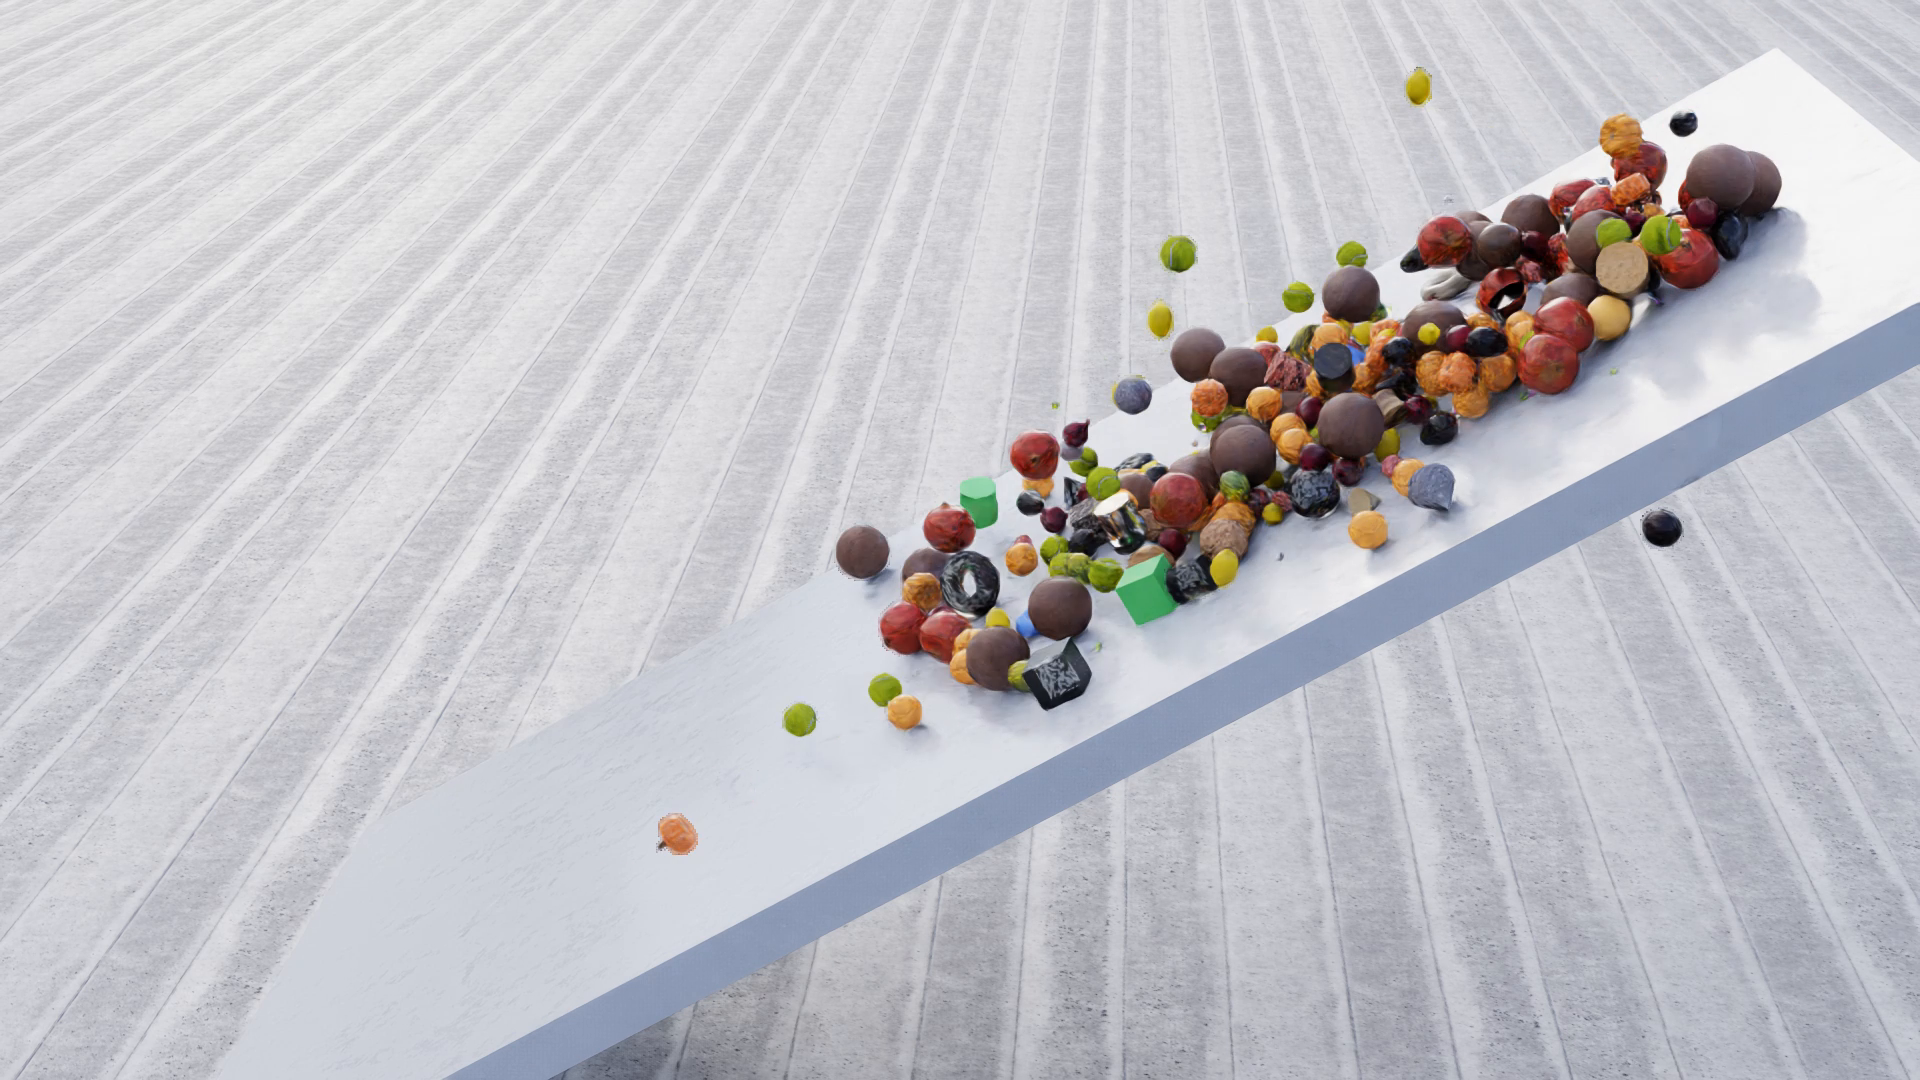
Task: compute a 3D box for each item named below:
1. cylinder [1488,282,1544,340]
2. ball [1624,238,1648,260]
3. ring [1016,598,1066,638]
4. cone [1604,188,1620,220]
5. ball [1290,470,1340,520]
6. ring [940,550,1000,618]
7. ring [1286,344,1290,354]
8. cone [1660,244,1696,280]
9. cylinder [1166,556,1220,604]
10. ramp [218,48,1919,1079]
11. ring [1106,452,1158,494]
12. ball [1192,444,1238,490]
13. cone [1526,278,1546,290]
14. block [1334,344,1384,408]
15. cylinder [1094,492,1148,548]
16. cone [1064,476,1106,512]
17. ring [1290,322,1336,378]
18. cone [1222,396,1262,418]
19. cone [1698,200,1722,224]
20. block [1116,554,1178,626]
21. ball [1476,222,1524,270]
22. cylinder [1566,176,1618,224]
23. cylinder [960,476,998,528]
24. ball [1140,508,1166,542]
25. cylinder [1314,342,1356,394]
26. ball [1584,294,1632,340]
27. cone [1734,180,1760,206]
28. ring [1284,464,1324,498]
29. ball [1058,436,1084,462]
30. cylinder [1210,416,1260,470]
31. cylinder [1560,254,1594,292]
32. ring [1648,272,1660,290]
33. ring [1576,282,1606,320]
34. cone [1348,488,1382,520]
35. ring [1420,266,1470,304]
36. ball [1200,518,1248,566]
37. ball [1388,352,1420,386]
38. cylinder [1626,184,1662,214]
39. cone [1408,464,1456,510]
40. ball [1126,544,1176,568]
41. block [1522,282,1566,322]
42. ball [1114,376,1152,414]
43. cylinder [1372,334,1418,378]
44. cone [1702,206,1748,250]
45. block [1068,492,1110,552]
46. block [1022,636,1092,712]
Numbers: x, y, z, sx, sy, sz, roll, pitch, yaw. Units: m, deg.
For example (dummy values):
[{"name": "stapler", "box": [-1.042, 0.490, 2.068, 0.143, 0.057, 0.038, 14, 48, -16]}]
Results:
[{"name": "cylinder", "box": [1.126, -0.462, 5.940, 0.085, 0.085, 0.085, -34, 22, 15]}, {"name": "ball", "box": [1.345, -0.571, 5.902, 0.071, 0.071, 0.071, 0, 19, 0]}, {"name": "ring", "box": [0.165, 0.158, 5.996, 0.116, 0.039, 0.116, -29, 13, 8]}, {"name": "cone", "box": [1.395, -0.714, 6.349, 0.069, 0.069, 0.069, 1, 50, 2]}, {"name": "ball", "box": [0.680, -0.087, 5.629, 0.096, 0.096, 0.096, 0, 19, 0]}, {"name": "ring", "box": [0.021, 0.096, 6.295, 0.147, 0.147, 0.049, 14, 15, 36]}, {"name": "ring", "box": [0.742, -0.399, 6.371, 0.080, 0.080, 0.027, 11, 60, 29]}, {"name": "cone", "box": [1.404, -0.531, 5.734, 0.067, 0.067, 0.067, 1, 51, 4]}, {"name": "cylinder", "box": [0.442, 0.076, 5.593, 0.073, 0.073, 0.073, -25, 3, 34]}, {"name": "ramp", "box": [0.142, 0.168, 6.287, 4.000, 0.100, 2.000, -29, 15, 12]}, {"name": "ring", "box": [0.381, -0.147, 6.542, 0.131, 0.044, 0.131, -33, 15, 10]}, {"name": "ball", "box": [0.531, -0.151, 6.141, 0.097, 0.097, 0.097, 0, 19, 0]}, {"name": "cone", "box": [1.152, -0.503, 5.983, 0.071, 0.071, 0.071, 10, 20, 9]}, {"name": "block", "box": [0.809, -0.340, 6.098, 0.082, 0.082, 0.082, 17, 39, -55]}, {"name": "cylinder", "box": [0.314, -0.039, 5.748, 0.077, 0.077, 0.077, -27, 20, 11]}, {"name": "cone", "box": [0.286, -0.103, 6.589, 0.093, 0.093, 0.093, -8, 20, -7]}, {"name": "ring", "box": [0.753, -0.403, 6.249, 0.117, 0.117, 0.039, -11, 2, -29]}, {"name": "cone", "box": [0.629, -0.281, 6.489, 0.080, 0.080, 0.080, -7, 20, -10]}, {"name": "cone", "box": [1.511, -0.653, 5.852, 0.063, 0.063, 0.063, -13, 21, -8]}, {"name": "block", "box": [0.368, 0.096, 5.686, 0.087, 0.087, 0.087, -24, 17, 28]}, {"name": "ball", "box": [1.100, -0.600, 6.000, 0.096, 0.096, 0.096, 0, 19, 0]}, {"name": "cylinder", "box": [1.353, -0.727, 6.298, 0.085, 0.085, 0.085, -17, 18, 8]}, {"name": "cylinder", "box": [0.043, -0.087, 6.799, 0.086, 0.086, 0.086, -3, 36, 2]}, {"name": "ball", "box": [0.390, -0.031, 6.093, 0.069, 0.069, 0.069, 0, 19, 0]}, {"name": "cylinder", "box": [0.743, -0.341, 5.832, 0.077, 0.077, 0.077, 5, -18, 15]}, {"name": "ball", "box": [1.237, -0.424, 5.613, 0.087, 0.087, 0.087, 0, 19, 0]}, {"name": "cone", "box": [1.571, -0.688, 5.917, 0.053, 0.053, 0.053, 12, 53, -17]}, {"name": "ring", "box": [0.683, -0.118, 5.848, 0.093, 0.031, 0.093, -36, 13, 10]}, {"name": "ball", "box": [0.250, -0.206, 6.626, 0.060, 0.060, 0.060, 0, 19, 0]}, {"name": "cylinder", "box": [0.581, -0.205, 6.225, 0.091, 0.091, 0.091, 5, 26, 14]}, {"name": "cylinder", "box": [1.234, -0.532, 5.865, 0.059, 0.059, 0.059, 16, 21, -6]}, {"name": "ring", "box": [1.307, -0.504, 5.697, 0.098, 0.033, 0.098, 7, -7, 1]}, {"name": "ring", "box": [1.260, -0.476, 5.813, 0.034, 0.103, 0.103, 40, 15, -12]}, {"name": "cone", "box": [0.774, -0.073, 5.529, 0.060, 0.060, 0.060, -9, 21, -35]}, {"name": "ring", "box": [1.073, -0.562, 6.494, 0.120, 0.040, 0.120, -29, 17, 9]}, {"name": "ball", "box": [0.510, 0.004, 5.683, 0.094, 0.094, 0.094, 0, 19, 0]}, {"name": "ball", "box": [0.913, -0.352, 6.041, 0.067, 0.067, 0.067, 0, 19, 0]}, {"name": "cylinder", "box": [1.417, -0.706, 6.090, 0.052, 0.052, 0.052, 5, 10, -44]}, {"name": "cone", "box": [0.863, -0.075, 5.287, 0.092, 0.092, 0.092, -4, 30, -12]}, {"name": "ball", "box": [0.377, 0.058, 5.772, 0.098, 0.098, 0.098, 0, 19, 0]}, {"name": "block", "box": [1.158, -0.472, 5.837, 0.054, 0.054, 0.054, 31, 25, 22]}, {"name": "ball", "box": [0.373, -0.311, 6.329, 0.081, 0.081, 0.081, 0, 19, 0]}, {"name": "cylinder", "box": [0.913, -0.386, 6.187, 0.068, 0.068, 0.068, -38, 34, -21]}, {"name": "cone", "box": [1.503, -0.625, 5.727, 0.092, 0.092, 0.092, 11, 33, 29]}, {"name": "block", "box": [0.287, -0.039, 6.291, 0.079, 0.079, 0.079, -30, 23, 9]}, {"name": "block", "box": [0.184, 0.253, 5.552, 0.087, 0.087, 0.087, -25, 16, 25]}]
